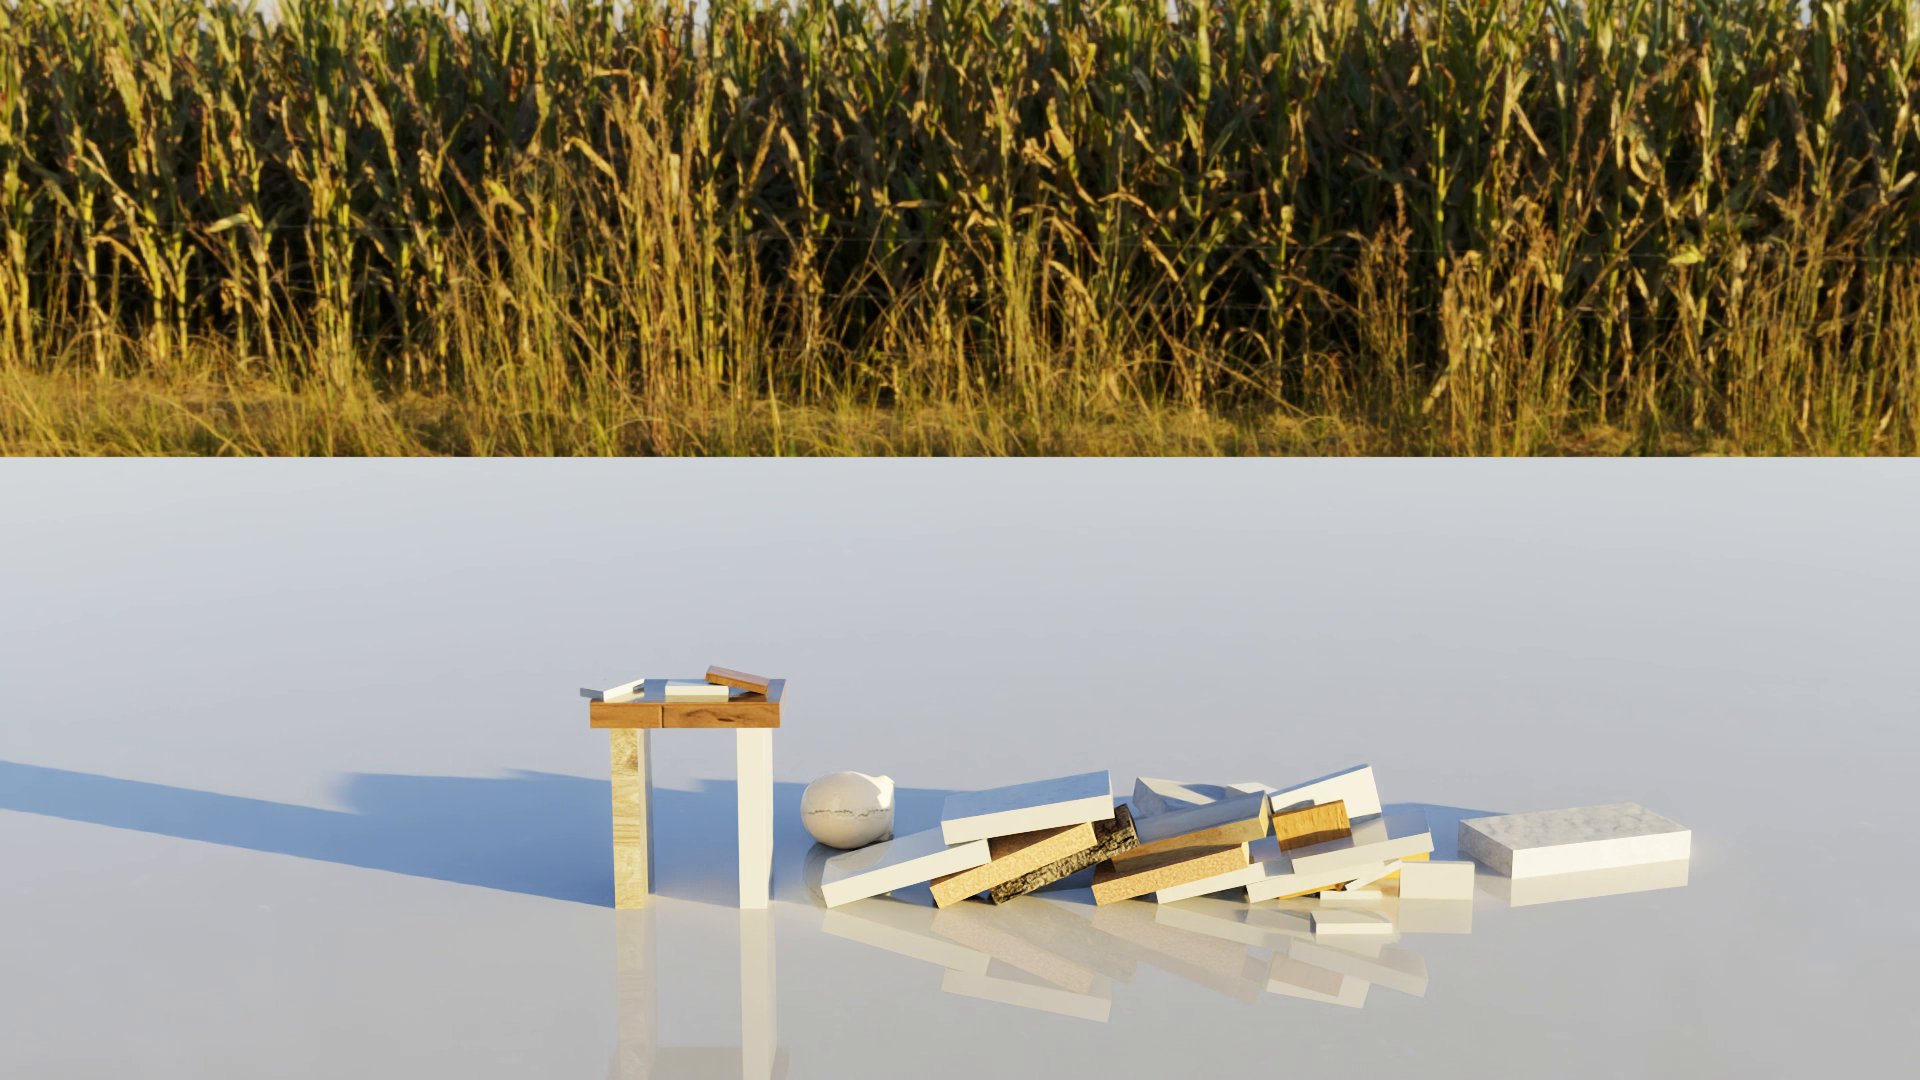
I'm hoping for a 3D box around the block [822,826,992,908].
[{"bbox_3d":[-0.088,0.532,3.655,0.279,0.040,0.139,-16,10,3],"label":"block"}]

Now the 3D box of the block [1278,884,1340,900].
[{"bbox_3d":[0.576,0.574,3.663,0.100,0.014,0.050,-12,11,1],"label":"block"}]

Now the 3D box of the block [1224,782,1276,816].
[{"bbox_3d":[0.562,0.466,3.863,0.089,0.025,0.177,2,11,-46],"label":"block"}]

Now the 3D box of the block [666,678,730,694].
[{"bbox_3d":[-0.429,0.240,3.604,0.101,0.014,0.050,0,11,0],"label":"block"}]

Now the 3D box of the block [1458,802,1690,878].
[{"bbox_3d":[1.080,0.527,3.873,0.355,0.050,0.177,-3,11,-18],"label":"block"}]

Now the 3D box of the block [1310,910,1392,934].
[{"bbox_3d":[0.624,0.610,3.513,0.120,0.017,0.060,0,11,-1],"label":"block"}]

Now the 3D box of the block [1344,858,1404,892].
[{"bbox_3d":[0.684,0.549,3.649,0.100,0.014,0.050,-27,9,7],"label":"block"}]

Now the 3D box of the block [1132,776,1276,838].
[{"bbox_3d":[0.503,0.488,3.908,0.355,0.050,0.177,8,8,-16],"label":"block"}]

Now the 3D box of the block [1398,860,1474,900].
[{"bbox_3d":[0.790,0.563,3.649,0.120,0.060,0.017,1,11,4],"label":"block"}]

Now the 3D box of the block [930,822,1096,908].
[{"bbox_3d":[0.088,0.518,3.650,0.279,0.040,0.140,-23,9,5],"label":"block"}]

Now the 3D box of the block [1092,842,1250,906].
[{"bbox_3d":[0.350,0.534,3.642,0.256,0.036,0.128,-16,10,12],"label":"block"}]

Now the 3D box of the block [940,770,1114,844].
[{"bbox_3d":[0.113,0.441,3.640,0.279,0.040,0.140,-10,10,5],"label":"block"}]

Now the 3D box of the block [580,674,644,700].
[{"bbox_3d":[-0.569,0.241,3.600,0.050,0.014,0.101,6,12,30],"label":"block"}]

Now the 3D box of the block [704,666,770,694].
[{"bbox_3d":[-0.365,0.229,3.606,0.101,0.014,0.050,13,10,-1],"label":"block"}]

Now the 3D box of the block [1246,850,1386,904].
[{"bbox_3d":[0.586,0.544,3.661,0.226,0.032,0.113,-14,10,5],"label":"block"}]

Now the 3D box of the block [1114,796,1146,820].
[{"bbox_3d":[0.205,0.518,3.919,0.355,0.050,0.177,-3,11,-18],"label":"block"}]

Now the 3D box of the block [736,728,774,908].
[{"bbox_3d":[-0.338,0.439,3.645,0.043,0.305,0.153,0,11,0],"label":"block"}]

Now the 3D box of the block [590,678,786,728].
[{"bbox_3d":[-0.443,0.268,3.613,0.305,0.043,0.153,0,11,0],"label":"block"}]

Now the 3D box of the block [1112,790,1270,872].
[{"bbox_3d":[0.383,0.483,3.650,0.256,0.036,0.128,-16,10,16],"label":"block"}]

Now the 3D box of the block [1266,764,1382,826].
[{"bbox_3d":[0.607,0.442,3.661,0.177,0.089,0.025,-16,10,-8],"label":"block"}]

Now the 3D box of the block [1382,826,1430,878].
[{"bbox_3d":[0.708,0.530,3.748,0.177,0.089,0.025,0,11,0],"label":"block"}]

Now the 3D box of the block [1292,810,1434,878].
[{"bbox_3d":[0.660,0.499,3.618,0.226,0.032,0.113,-13,10,10],"label":"block"}]

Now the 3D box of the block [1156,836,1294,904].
[{"bbox_3d":[0.434,0.548,3.666,0.226,0.032,0.113,-13,10,3],"label":"block"}]

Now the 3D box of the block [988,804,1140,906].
[{"bbox_3d":[0.170,0.522,3.660,0.256,0.036,0.128,-23,9,5],"label":"block"}]

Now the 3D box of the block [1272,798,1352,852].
[{"bbox_3d":[0.580,0.470,3.625,0.120,0.060,0.017,-14,10,6],"label":"block"}]

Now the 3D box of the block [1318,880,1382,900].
[{"bbox_3d":[0.647,0.583,3.666,0.100,0.014,0.050,0,11,0],"label":"block"}]

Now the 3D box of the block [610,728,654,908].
[{"bbox_3d":[-0.542,0.439,3.645,0.043,0.305,0.153,0,11,0],"label":"block"}]
